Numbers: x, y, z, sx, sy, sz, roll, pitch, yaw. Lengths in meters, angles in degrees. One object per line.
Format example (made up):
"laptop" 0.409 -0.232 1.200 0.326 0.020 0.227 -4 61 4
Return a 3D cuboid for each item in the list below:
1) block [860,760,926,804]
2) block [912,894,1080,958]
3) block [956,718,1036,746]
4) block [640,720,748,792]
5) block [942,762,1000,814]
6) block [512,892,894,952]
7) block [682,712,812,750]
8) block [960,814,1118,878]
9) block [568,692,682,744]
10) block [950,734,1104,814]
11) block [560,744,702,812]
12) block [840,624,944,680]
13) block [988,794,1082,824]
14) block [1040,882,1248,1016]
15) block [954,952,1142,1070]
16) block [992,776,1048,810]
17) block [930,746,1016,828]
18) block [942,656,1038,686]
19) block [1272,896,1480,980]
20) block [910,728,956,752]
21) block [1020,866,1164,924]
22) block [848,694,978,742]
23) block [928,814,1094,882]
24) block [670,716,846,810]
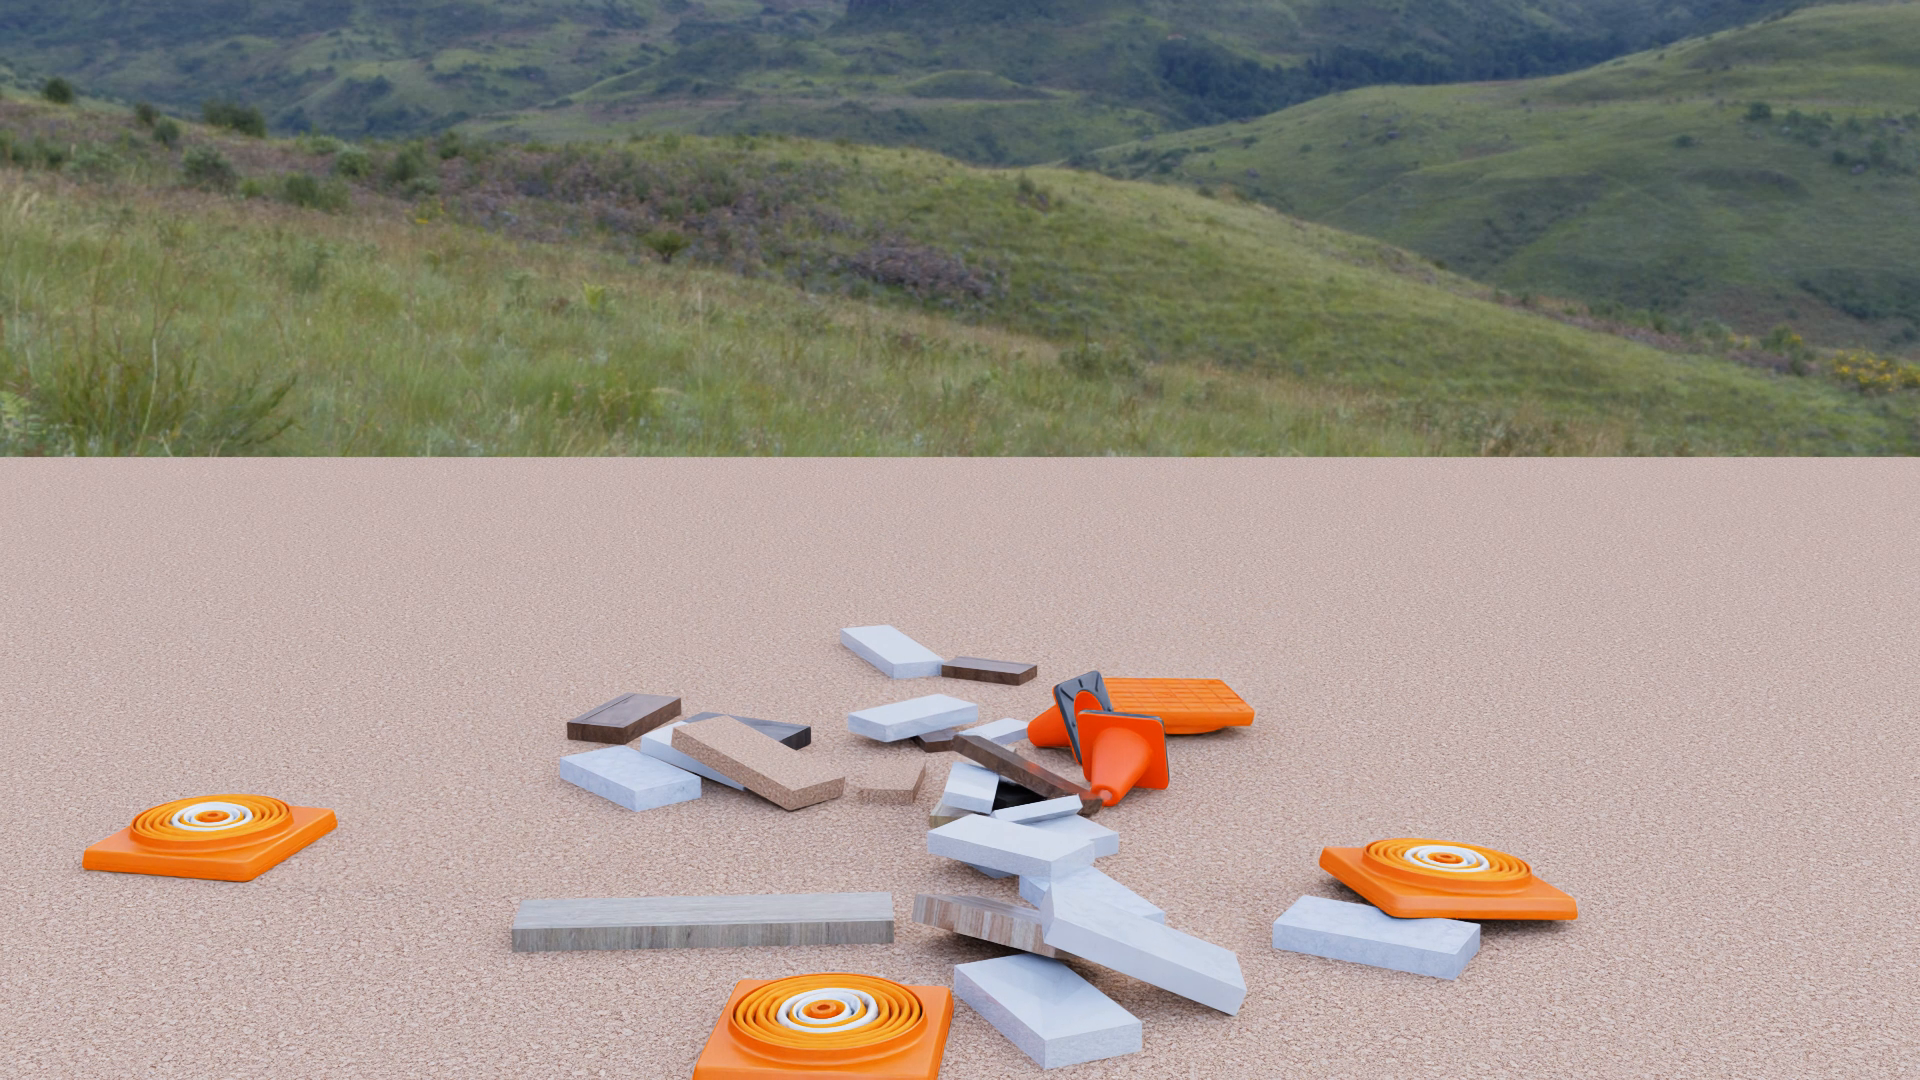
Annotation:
"block" -0.128 0.467 4.255 0.100 0.028 0.200 1 11 6
"block" 0.085 0.592 3.376 0.299 0.042 0.149 5 -5 44
"block" 0.078 0.406 4.599 0.081 0.023 0.162 9 14 41
"block" -0.492 0.425 4.346 0.252 0.036 0.126 17 17 27
"block" 0.022 0.455 4.045 0.090 0.025 0.180 12 12 3
"block" -0.403 0.605 3.488 0.591 0.037 0.132 -1 11 -4
"block" -0.457 0.405 4.565 0.264 0.037 0.132 5 12 26
"block" 0.136 0.536 3.858 0.258 0.037 0.129 -7 12 -31
"block" -0.715 0.380 4.697 0.132 0.037 0.264 4 11 19
"block" 0.124 0.438 4.125 0.289 0.028 0.100 25 6 27
"block" -0.641 0.460 4.260 0.144 0.041 0.287 -8 13 -38
"block" -0.166 0.268 5.307 0.126 0.036 0.398 -4 11 -21
"block" 0.122 0.500 3.942 0.180 0.025 0.090 -7 -27 -31
"block" 0.266 0.597 3.219 0.299 0.042 0.149 22 10 -4
"block" 0.121 0.667 3.140 0.149 0.042 0.299 -5 12 -24
"block" 0.099 0.474 4.145 0.090 0.026 0.180 19 15 32
"block" 0.029 0.472 4.240 0.081 0.023 0.479 2 11 11
"block" 0.068 0.305 5.128 0.200 0.028 0.100 5 12 26
"block" 0.647 0.616 3.419 0.287 0.041 0.144 6 12 27
"block" -0.055 0.408 4.585 0.081 0.023 0.162 -3 11 -17
"block" 0.211 0.590 3.570 0.129 0.037 0.258 -5 12 -24
"block" -0.098 0.372 4.617 0.252 0.036 0.126 -9 14 -41
"block" 0.086 0.522 3.736 0.258 0.037 0.129 8 13 37
"block" -0.392 0.427 4.248 0.333 0.041 0.144 22 20 36
